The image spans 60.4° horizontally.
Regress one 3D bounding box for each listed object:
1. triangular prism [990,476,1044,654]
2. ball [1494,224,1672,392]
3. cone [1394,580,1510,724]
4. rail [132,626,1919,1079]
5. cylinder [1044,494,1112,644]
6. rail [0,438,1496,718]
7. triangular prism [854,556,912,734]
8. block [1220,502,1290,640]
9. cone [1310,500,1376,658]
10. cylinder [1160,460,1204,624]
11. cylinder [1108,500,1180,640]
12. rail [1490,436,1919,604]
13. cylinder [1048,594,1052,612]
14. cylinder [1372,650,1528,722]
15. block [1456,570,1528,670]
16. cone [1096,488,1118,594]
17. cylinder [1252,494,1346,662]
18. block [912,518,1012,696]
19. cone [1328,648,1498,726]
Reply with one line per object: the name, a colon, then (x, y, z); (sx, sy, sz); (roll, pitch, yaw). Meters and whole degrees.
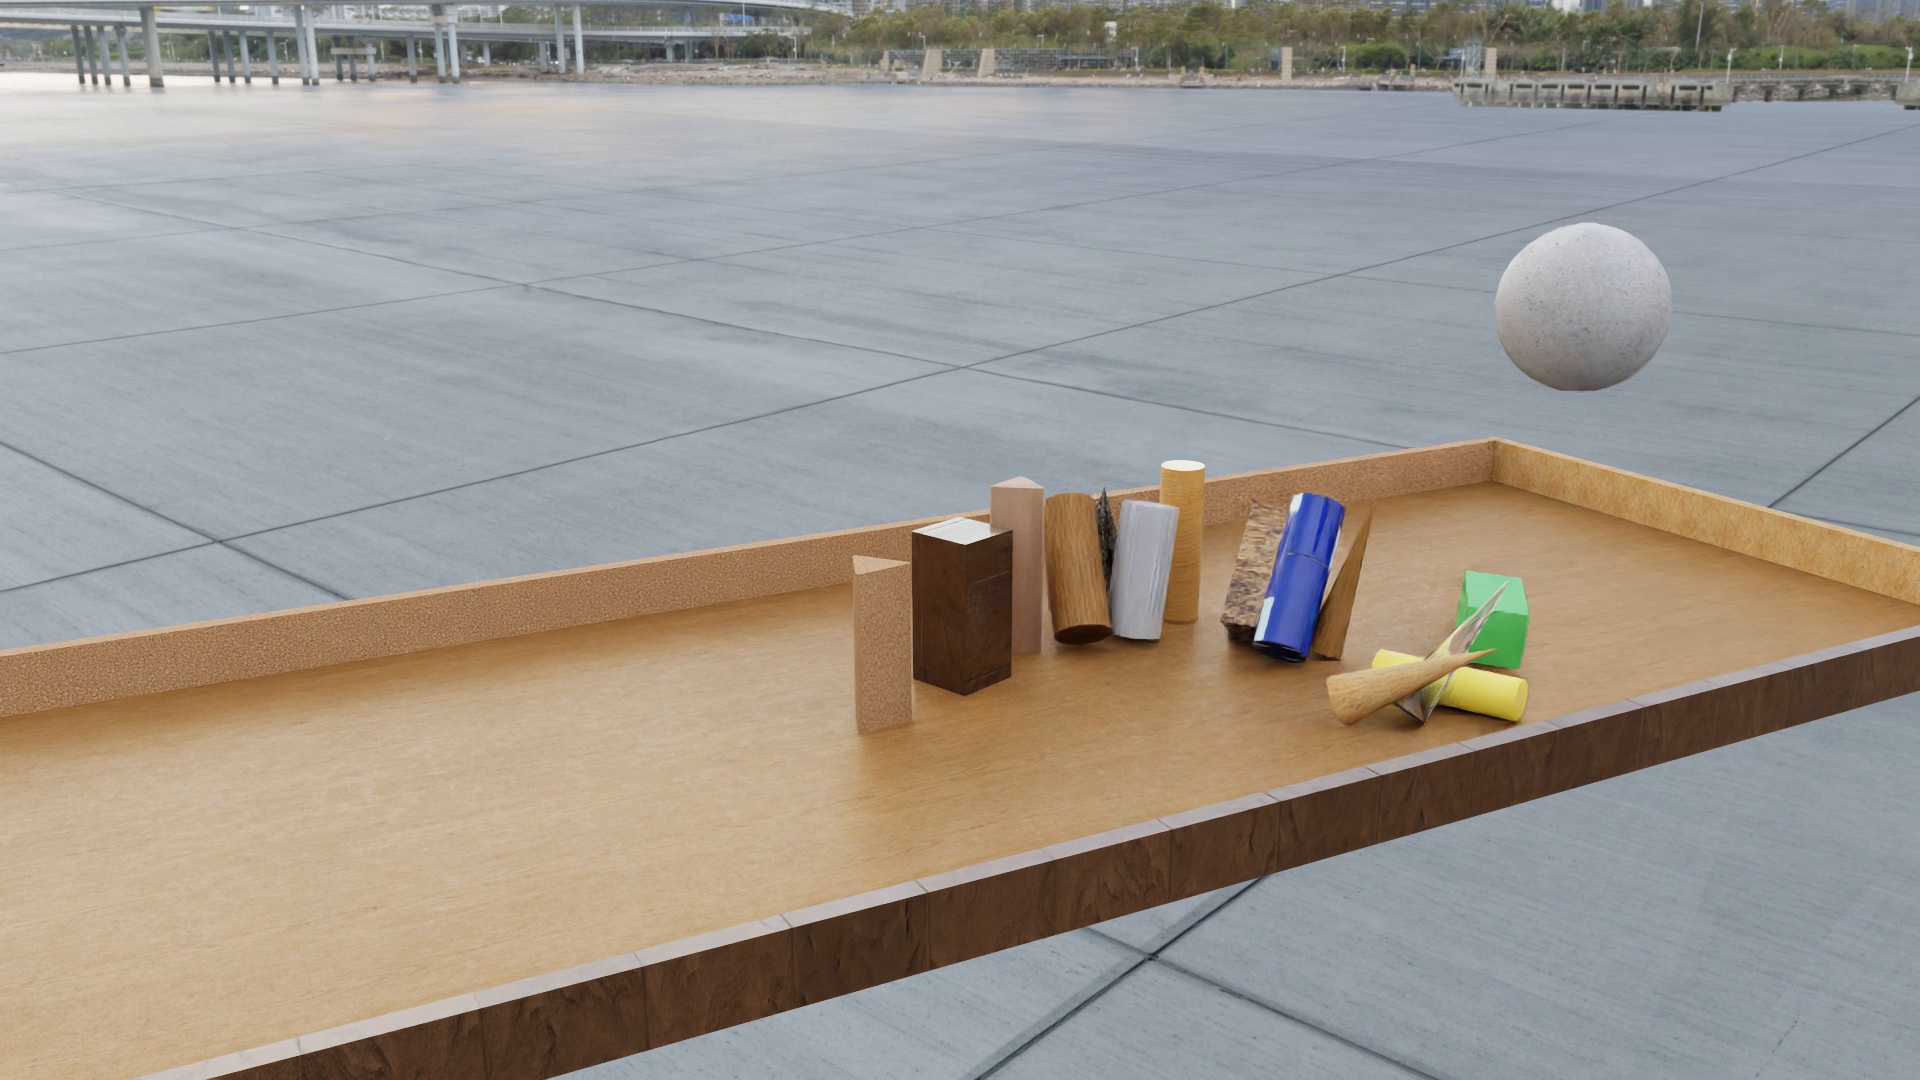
triangular prism: (0.154, 0.064, 4.342); (0.137, 0.449, 0.119); (2, 17, 7)
ball: (1.371, -0.511, 3.635); (0.368, 0.368, 0.368); (0, 16, 0)
cone: (1.167, 0.243, 3.862); (0.107, 0.400, 0.107); (38, 2, -2)
rail: (-2.336, 1.006, 1.665); (12.000, 0.150, 0.050); (-9, 18, -27)
cylinder: (0.307, 0.077, 4.408); (0.153, 0.376, 0.153); (-5, -23, -2)
rail: (-3.305, 0.497, 3.399); (12.000, 0.150, 0.050); (-9, 18, -27)
triangular prism: (-0.211, 0.236, 3.863); (0.147, 0.387, 0.127); (-12, 20, -35)
block: (0.813, 0.085, 4.449); (0.112, 0.355, 0.112); (8, -21, 28)
cone: (1.009, 0.090, 4.273); (0.102, 0.424, 0.102); (15, 14, -4)
cylinder: (0.607, 0.007, 4.553); (0.119, 0.438, 0.119); (0, 16, 0)
cylinder: (0.486, 0.079, 4.417); (0.154, 0.352, 0.154); (8, 6, -1)
rail: (2.466, -0.048, 5.253); (0.050, 0.150, 2.100); (-9, 18, -27)
cylinder: (0.302, 0.045, 4.637); (0.105, 0.317, 0.105); (0, 15, 0)
cylinder: (1.178, 0.349, 3.986); (0.352, 0.102, 0.102); (12, 20, 34)
block: (1.405, 0.207, 4.366); (0.148, 0.148, 0.319); (9, 18, 13)
cone: (0.421, -0.012, 4.856); (0.170, 0.303, 0.170); (0, 16, 0)
cylinder: (0.881, 0.098, 4.283); (0.143, 0.418, 0.143); (17, -17, 5)
block: (0.006, 0.162, 4.114); (0.176, 0.388, 0.176); (14, 22, 40)
cone: (1.052, 0.309, 3.790); (0.392, 0.122, 0.122); (-23, 6, 26)
